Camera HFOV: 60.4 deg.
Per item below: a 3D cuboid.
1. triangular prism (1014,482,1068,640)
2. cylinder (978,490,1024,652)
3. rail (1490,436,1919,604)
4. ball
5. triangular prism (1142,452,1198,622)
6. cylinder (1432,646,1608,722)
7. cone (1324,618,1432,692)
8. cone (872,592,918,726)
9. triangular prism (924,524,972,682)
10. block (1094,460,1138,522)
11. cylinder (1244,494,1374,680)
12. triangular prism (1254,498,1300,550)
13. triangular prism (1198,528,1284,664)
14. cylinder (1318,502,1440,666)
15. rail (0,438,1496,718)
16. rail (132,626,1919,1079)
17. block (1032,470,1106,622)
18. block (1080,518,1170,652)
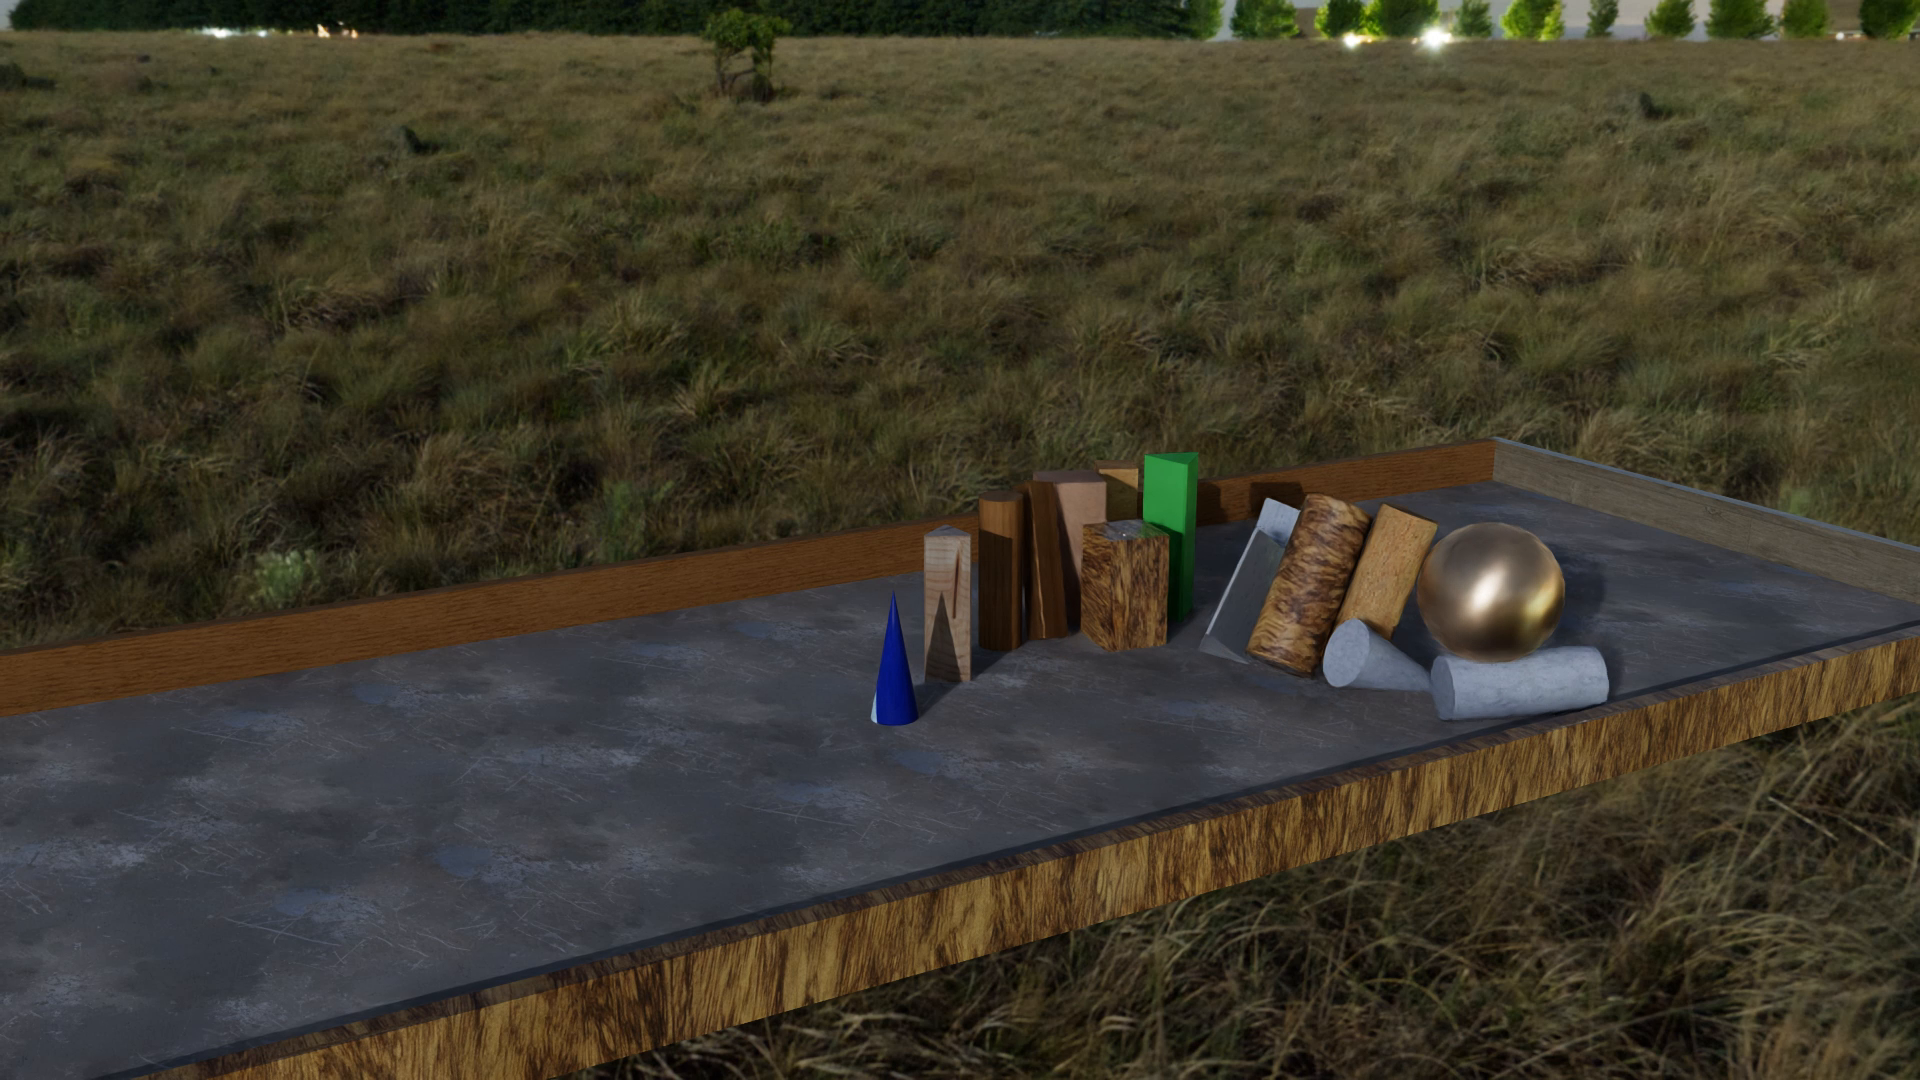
[{"bbox_3d":[0.201,0.057,4.421,0.092,0.418,0.107,-9,-6,39],"label":"triangular prism"},{"bbox_3d":[0.107,0.081,4.355,0.117,0.408,0.117,0,16,0],"label":"cylinder"},{"bbox_3d":[2.466,-0.048,5.253,0.050,0.150,2.100,-9,18,-27],"label":"rail"},{"bbox_3d":[1.207,0.119,3.754,0.323,0.323,0.323,0,16,0],"label":"ball"},{"bbox_3d":[0.611,-0.016,4.609,0.132,0.451,0.153,-14,21,-39],"label":"triangular prism"},{"bbox_3d":[1.303,0.334,3.848,0.361,0.154,0.154,-4,17,-4],"label":"cylinder"},{"bbox_3d":[1.075,0.324,4.000,0.352,0.171,0.171,20,9,-21],"label":"cone"},{"bbox_3d":[-0.155,0.267,3.880,0.115,0.319,0.115,0,16,0],"label":"cone"},{"bbox_3d":[-0.033,0.158,4.137,0.114,0.383,0.099,-1,16,-3],"label":"triangular prism"},{"bbox_3d":[0.453,-0.041,4.838,0.113,0.371,0.113,-1,16,-3],"label":"block"},{"bbox_3d":[0.876,0.117,4.142,0.178,0.431,0.178,22,-5,2],"label":"cylinder"},{"bbox_3d":[0.803,0.071,4.464,0.090,0.390,0.104,35,-26,-24],"label":"triangular prism"},{"bbox_3d":[0.730,0.151,4.334,0.153,0.324,0.132,35,-20,-20],"label":"triangular prism"},{"bbox_3d":[1.041,0.131,4.106,0.147,0.428,0.147,19,10,-4],"label":"cylinder"},{"bbox_3d":[-3.305,0.497,3.399,12.000,0.150,0.050,-9,18,-27],"label":"rail"},{"bbox_3d":[-2.336,1.006,1.665,12.000,0.150,0.050,-9,18,-27],"label":"rail"},{"bbox_3d":[0.301,0.015,4.597,0.170,0.391,0.170,-2,14,-8],"label":"block"},{"bbox_3d":[0.440,0.119,4.412,0.172,0.304,0.172,-6,17,-20],"label":"block"}]
